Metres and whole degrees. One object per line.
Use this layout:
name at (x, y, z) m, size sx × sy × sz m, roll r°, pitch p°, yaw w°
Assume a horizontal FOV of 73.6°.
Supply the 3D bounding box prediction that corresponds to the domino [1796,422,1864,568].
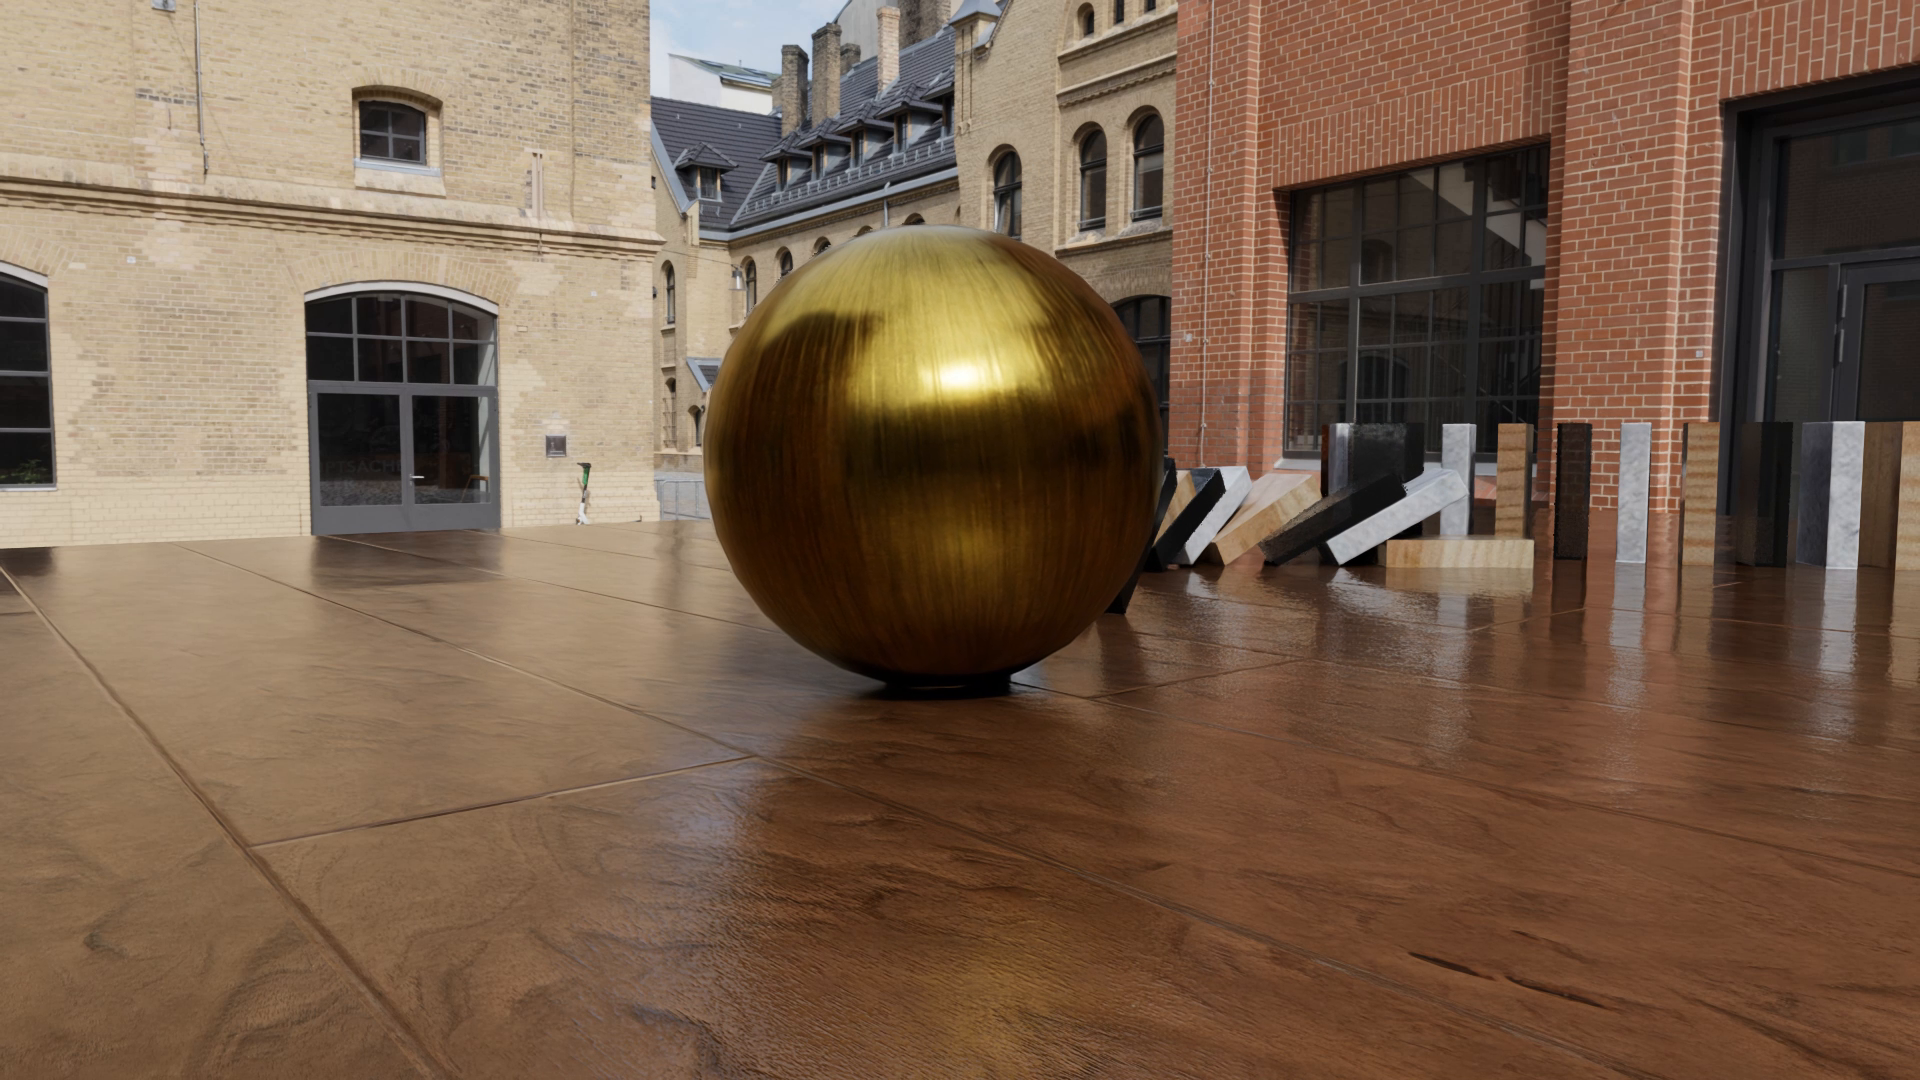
domino at (0.304, -0.016, 0.448) m, size 0.009 × 0.050 × 0.025 m, roll 1°, pitch 4°, yaw 13°

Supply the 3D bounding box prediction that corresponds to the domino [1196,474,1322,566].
domino at (0.104, -0.008, 0.467) m, size 0.050 × 0.009 × 0.025 m, roll -32°, pitch 18°, yaw -22°

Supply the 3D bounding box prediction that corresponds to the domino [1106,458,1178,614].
domino at (0.038, -0.003, 0.338) m, size 0.025 × 0.009 × 0.050 m, roll 7°, pitch 46°, yaw 24°

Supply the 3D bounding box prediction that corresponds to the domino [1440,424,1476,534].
domino at (0.194, -0.020, 0.500) m, size 0.009 × 0.050 × 0.025 m, roll 2°, pitch 5°, yaw 28°

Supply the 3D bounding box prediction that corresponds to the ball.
ball at (-0.004, -0.014, 0.225) m, size 0.080 × 0.080 × 0.080 m, roll 0°, pitch 4°, yaw 0°

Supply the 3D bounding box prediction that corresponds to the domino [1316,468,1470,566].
domino at (0.151, -0.009, 0.454) m, size 0.050 × 0.010 × 0.025 m, roll -30°, pitch 3°, yaw 5°

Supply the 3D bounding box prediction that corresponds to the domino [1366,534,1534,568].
domino at (0.173, 0.004, 0.454) m, size 0.050 × 0.010 × 0.025 m, roll 0°, pitch 4°, yaw 2°

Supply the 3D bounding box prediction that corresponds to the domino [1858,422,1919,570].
domino at (0.324, -0.016, 0.444) m, size 0.009 × 0.050 × 0.025 m, roll 1°, pitch 4°, yaw 9°

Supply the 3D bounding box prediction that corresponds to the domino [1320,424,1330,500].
domino at (0.157, -0.021, 0.508) m, size 0.025 × 0.050 × 0.009 m, roll 3°, pitch 5°, yaw 35°

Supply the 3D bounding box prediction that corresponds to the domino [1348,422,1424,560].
domino at (0.156, -0.018, 0.471) m, size 0.025 × 0.050 × 0.009 m, roll 0°, pitch 4°, yaw 5°

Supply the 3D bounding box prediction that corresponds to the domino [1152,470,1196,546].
domino at (0.056, -0.006, 0.430) m, size 0.025 × 0.009 × 0.050 m, roll 4°, pitch 36°, yaw 40°

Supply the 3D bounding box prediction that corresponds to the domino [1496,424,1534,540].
domino at (0.212, -0.019, 0.491) m, size 0.010 × 0.050 × 0.025 m, roll 2°, pitch 5°, yaw 30°

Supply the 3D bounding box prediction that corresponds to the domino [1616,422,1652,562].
domino at (0.247, -0.018, 0.470) m, size 0.009 × 0.050 × 0.025 m, roll 2°, pitch 5°, yaw 29°

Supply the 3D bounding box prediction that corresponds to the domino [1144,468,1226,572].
domino at (0.069, -0.008, 0.445) m, size 0.025 × 0.009 × 0.050 m, roll 2°, pitch 35°, yaw 40°

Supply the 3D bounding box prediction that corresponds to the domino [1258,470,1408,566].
domino at (0.131, -0.008, 0.456) m, size 0.050 × 0.009 × 0.025 m, roll -30°, pitch 2°, yaw 5°

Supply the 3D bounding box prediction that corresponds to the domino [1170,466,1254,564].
domino at (0.082, -0.009, 0.460) m, size 0.025 × 0.009 × 0.050 m, roll 0°, pitch 34°, yaw 42°

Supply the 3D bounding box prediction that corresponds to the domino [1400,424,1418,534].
domino at (0.176, -0.021, 0.509) m, size 0.009 × 0.050 × 0.025 m, roll 1°, pitch 5°, yaw 19°

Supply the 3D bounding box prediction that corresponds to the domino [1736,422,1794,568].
domino at (0.284, -0.016, 0.453) m, size 0.009 × 0.050 × 0.025 m, roll 1°, pitch 5°, yaw 18°

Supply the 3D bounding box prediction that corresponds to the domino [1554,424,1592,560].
domino at (0.230, -0.018, 0.480) m, size 0.009 × 0.050 × 0.025 m, roll 3°, pitch 5°, yaw 30°

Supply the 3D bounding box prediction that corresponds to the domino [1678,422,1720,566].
domino at (0.265, -0.017, 0.461) m, size 0.010 × 0.050 × 0.025 m, roll 2°, pitch 5°, yaw 26°

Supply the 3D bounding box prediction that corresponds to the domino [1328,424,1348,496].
domino at (0.154, -0.019, 0.489) m, size 0.025 × 0.050 × 0.009 m, roll 0°, pitch 3°, yaw -1°
